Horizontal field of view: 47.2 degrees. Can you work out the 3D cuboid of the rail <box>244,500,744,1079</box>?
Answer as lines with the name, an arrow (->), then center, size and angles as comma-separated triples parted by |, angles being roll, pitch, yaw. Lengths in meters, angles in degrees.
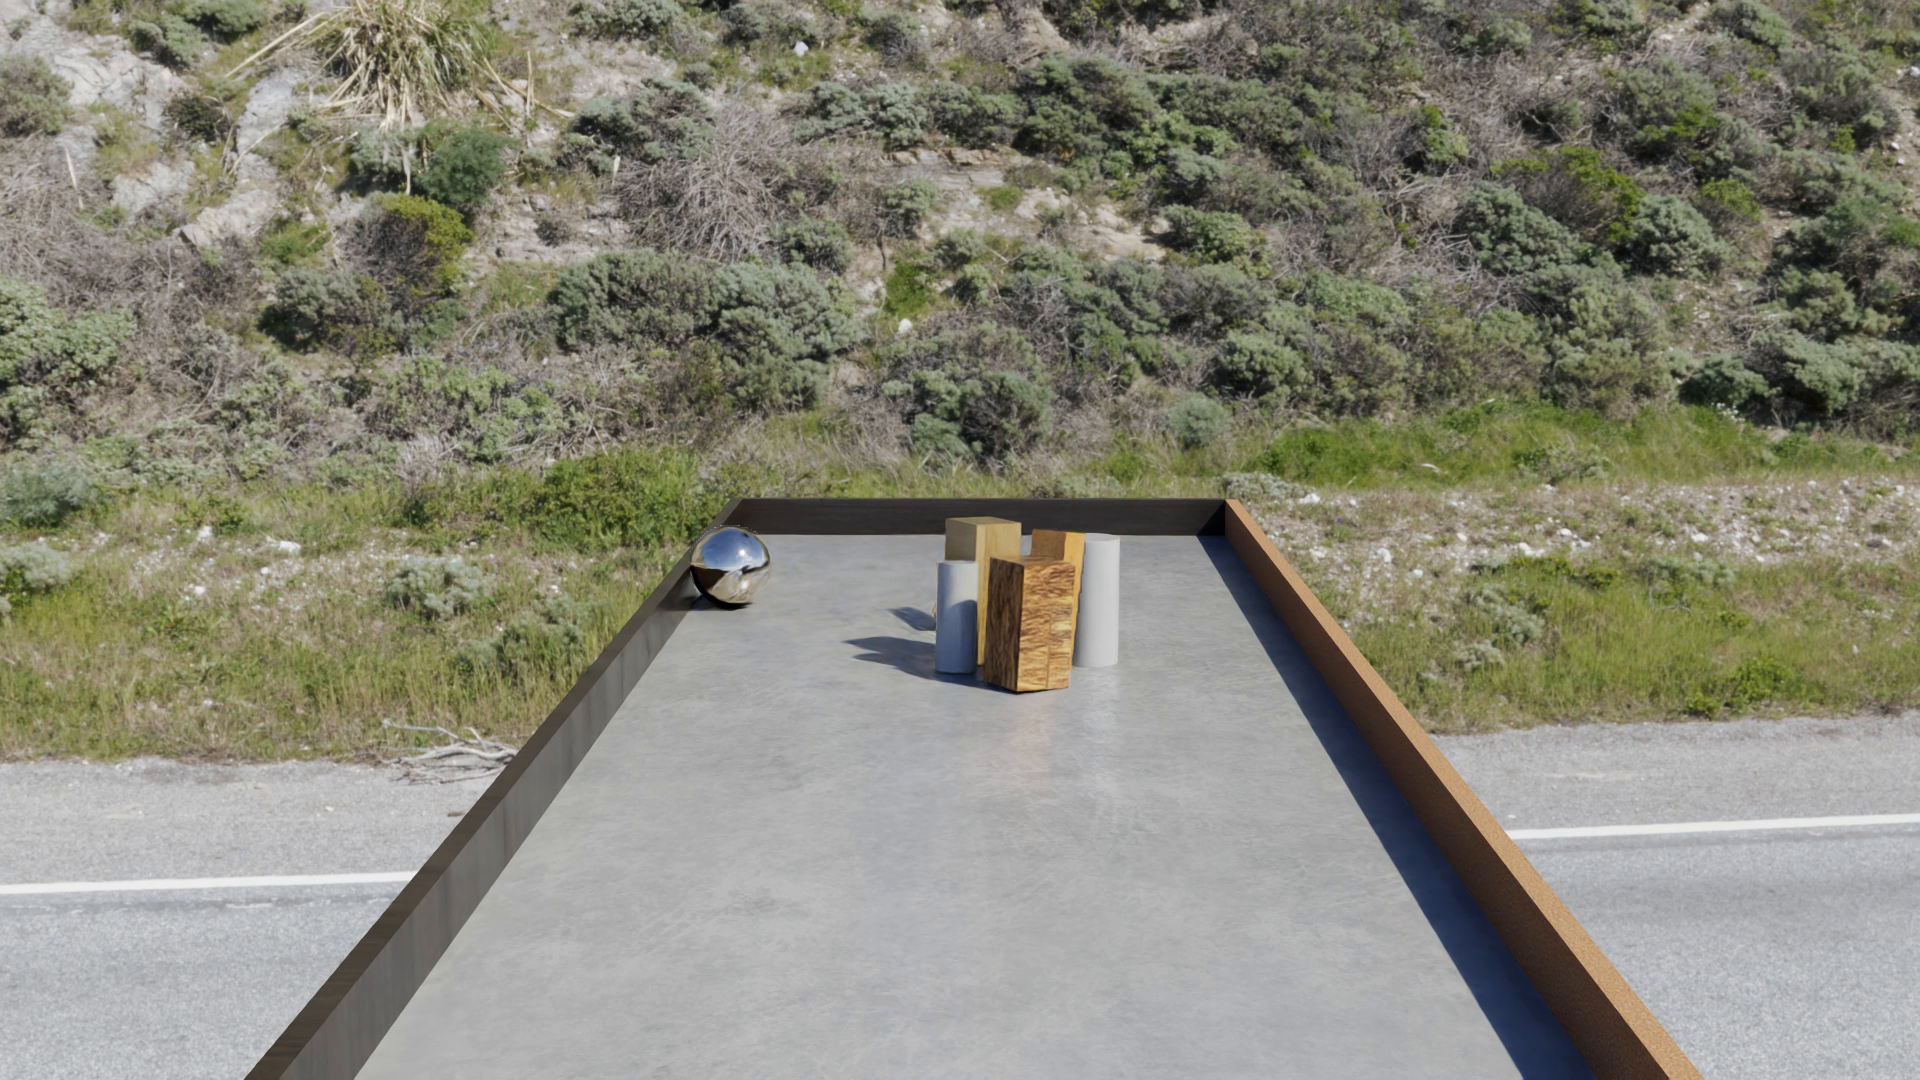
rail -> -1.004, 0.839, 3.234 | 0.050, 0.150, 12.000 | 0, 9, 1

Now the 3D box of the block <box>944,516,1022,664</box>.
block -> 0.063, 0.151, 6.677 | 0.164, 0.424, 0.164 | -3, 9, -35

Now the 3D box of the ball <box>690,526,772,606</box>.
ball -> -0.785, 0.092, 7.541 | 0.274, 0.274, 0.274 | 0, 9, 0

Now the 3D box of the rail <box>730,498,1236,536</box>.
rail -> 0.099, -0.098, 9.147 | 2.100, 0.150, 0.050 | 0, 9, 1

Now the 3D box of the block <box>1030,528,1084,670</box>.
block -> 0.273, 0.179, 6.521 | 0.113, 0.411, 0.113 | 6, 0, 32

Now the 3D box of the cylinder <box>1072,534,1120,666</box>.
cylinder -> 0.392, 0.180, 6.658 | 0.180, 0.380, 0.180 | 0, 9, 0

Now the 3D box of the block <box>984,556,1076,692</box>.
block -> 0.198, 0.237, 6.329 | 0.177, 0.361, 0.177 | -1, 8, -33

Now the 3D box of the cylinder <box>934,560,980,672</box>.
cylinder -> -0.009, 0.226, 6.529 | 0.123, 0.322, 0.123 | 2, 5, 0

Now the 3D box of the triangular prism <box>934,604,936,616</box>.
triangular prism -> -0.004, 0.122, 7.237 | 0.103, 0.349, 0.090 | 20, -29, -5

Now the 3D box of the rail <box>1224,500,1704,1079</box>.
rail -> 1.046, 0.843, 3.208 | 0.050, 0.150, 12.000 | 0, 9, 1
